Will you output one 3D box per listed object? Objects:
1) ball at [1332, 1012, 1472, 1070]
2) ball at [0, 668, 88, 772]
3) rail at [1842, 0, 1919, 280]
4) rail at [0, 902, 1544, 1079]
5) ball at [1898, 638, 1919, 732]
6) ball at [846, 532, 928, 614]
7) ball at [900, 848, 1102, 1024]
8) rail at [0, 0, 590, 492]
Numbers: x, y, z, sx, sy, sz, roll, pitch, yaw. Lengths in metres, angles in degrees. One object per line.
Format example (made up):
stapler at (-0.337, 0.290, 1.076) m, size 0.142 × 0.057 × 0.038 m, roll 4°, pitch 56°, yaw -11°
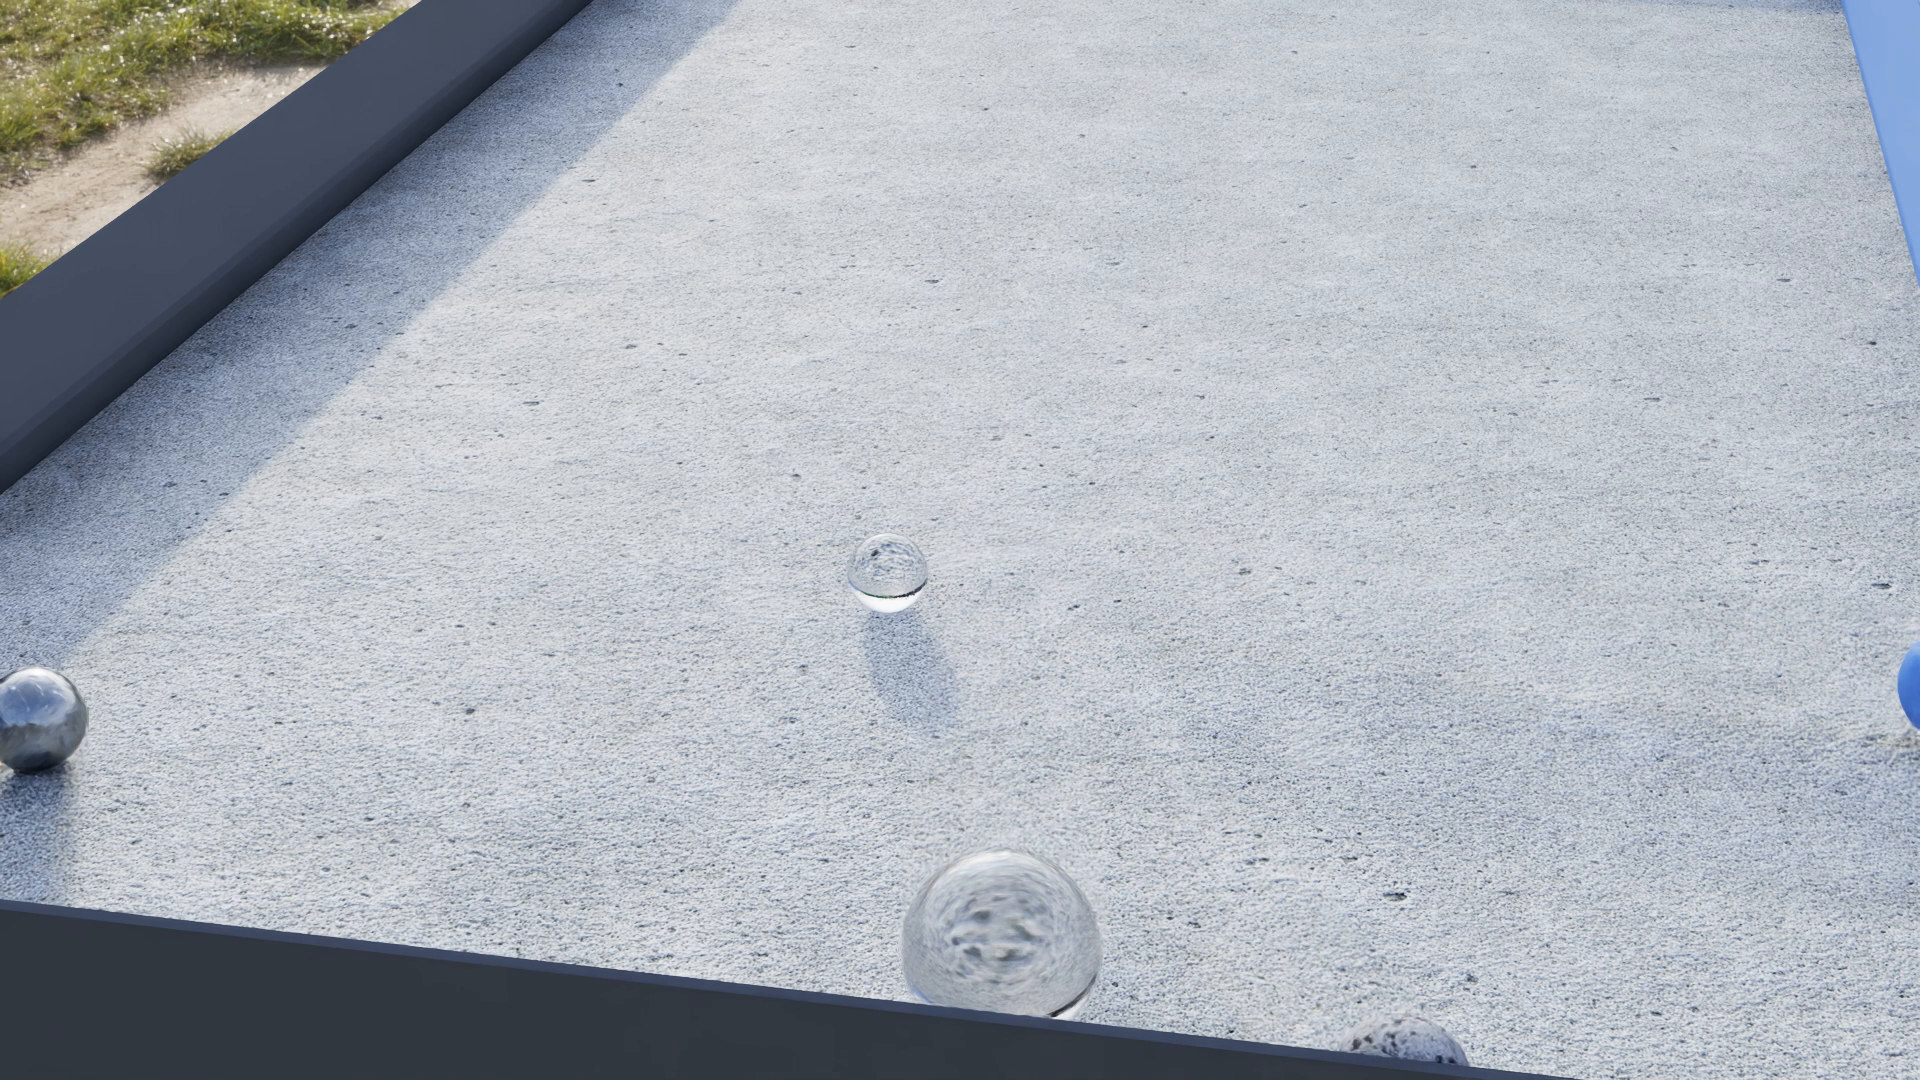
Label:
ball at (0.204, 0.254, 1.366) m, size 0.069 × 0.069 × 0.069 m, roll 0°, pitch 25°, yaw 0°
ball at (-0.535, 0.104, 1.697) m, size 0.060 × 0.060 × 0.060 m, roll 0°, pitch 25°, yaw 0°
rail at (0.782, -0.249, 2.360) m, size 0.045 × 0.129 × 2.646 m, roll 5°, pitch 26°, yaw 10°
rail at (-0.125, 0.239, 1.325) m, size 1.377 × 0.129 × 0.045 m, roll 5°, pitch 26°, yaw 10°
ball at (0.587, 0.085, 1.720) m, size 0.073 × 0.073 × 0.073 m, roll 0°, pitch 25°, yaw 0°
ball at (-0.046, 0.021, 1.881) m, size 0.052 × 0.052 × 0.052 m, roll 0°, pitch 25°, yaw 0°
ball at (0.020, 0.201, 1.444) m, size 0.099 × 0.099 × 0.099 m, roll 0°, pitch 25°, yaw 0°
rail at (-0.522, -0.360, 2.595) m, size 0.045 × 0.129 × 2.646 m, roll 5°, pitch 26°, yaw 10°
